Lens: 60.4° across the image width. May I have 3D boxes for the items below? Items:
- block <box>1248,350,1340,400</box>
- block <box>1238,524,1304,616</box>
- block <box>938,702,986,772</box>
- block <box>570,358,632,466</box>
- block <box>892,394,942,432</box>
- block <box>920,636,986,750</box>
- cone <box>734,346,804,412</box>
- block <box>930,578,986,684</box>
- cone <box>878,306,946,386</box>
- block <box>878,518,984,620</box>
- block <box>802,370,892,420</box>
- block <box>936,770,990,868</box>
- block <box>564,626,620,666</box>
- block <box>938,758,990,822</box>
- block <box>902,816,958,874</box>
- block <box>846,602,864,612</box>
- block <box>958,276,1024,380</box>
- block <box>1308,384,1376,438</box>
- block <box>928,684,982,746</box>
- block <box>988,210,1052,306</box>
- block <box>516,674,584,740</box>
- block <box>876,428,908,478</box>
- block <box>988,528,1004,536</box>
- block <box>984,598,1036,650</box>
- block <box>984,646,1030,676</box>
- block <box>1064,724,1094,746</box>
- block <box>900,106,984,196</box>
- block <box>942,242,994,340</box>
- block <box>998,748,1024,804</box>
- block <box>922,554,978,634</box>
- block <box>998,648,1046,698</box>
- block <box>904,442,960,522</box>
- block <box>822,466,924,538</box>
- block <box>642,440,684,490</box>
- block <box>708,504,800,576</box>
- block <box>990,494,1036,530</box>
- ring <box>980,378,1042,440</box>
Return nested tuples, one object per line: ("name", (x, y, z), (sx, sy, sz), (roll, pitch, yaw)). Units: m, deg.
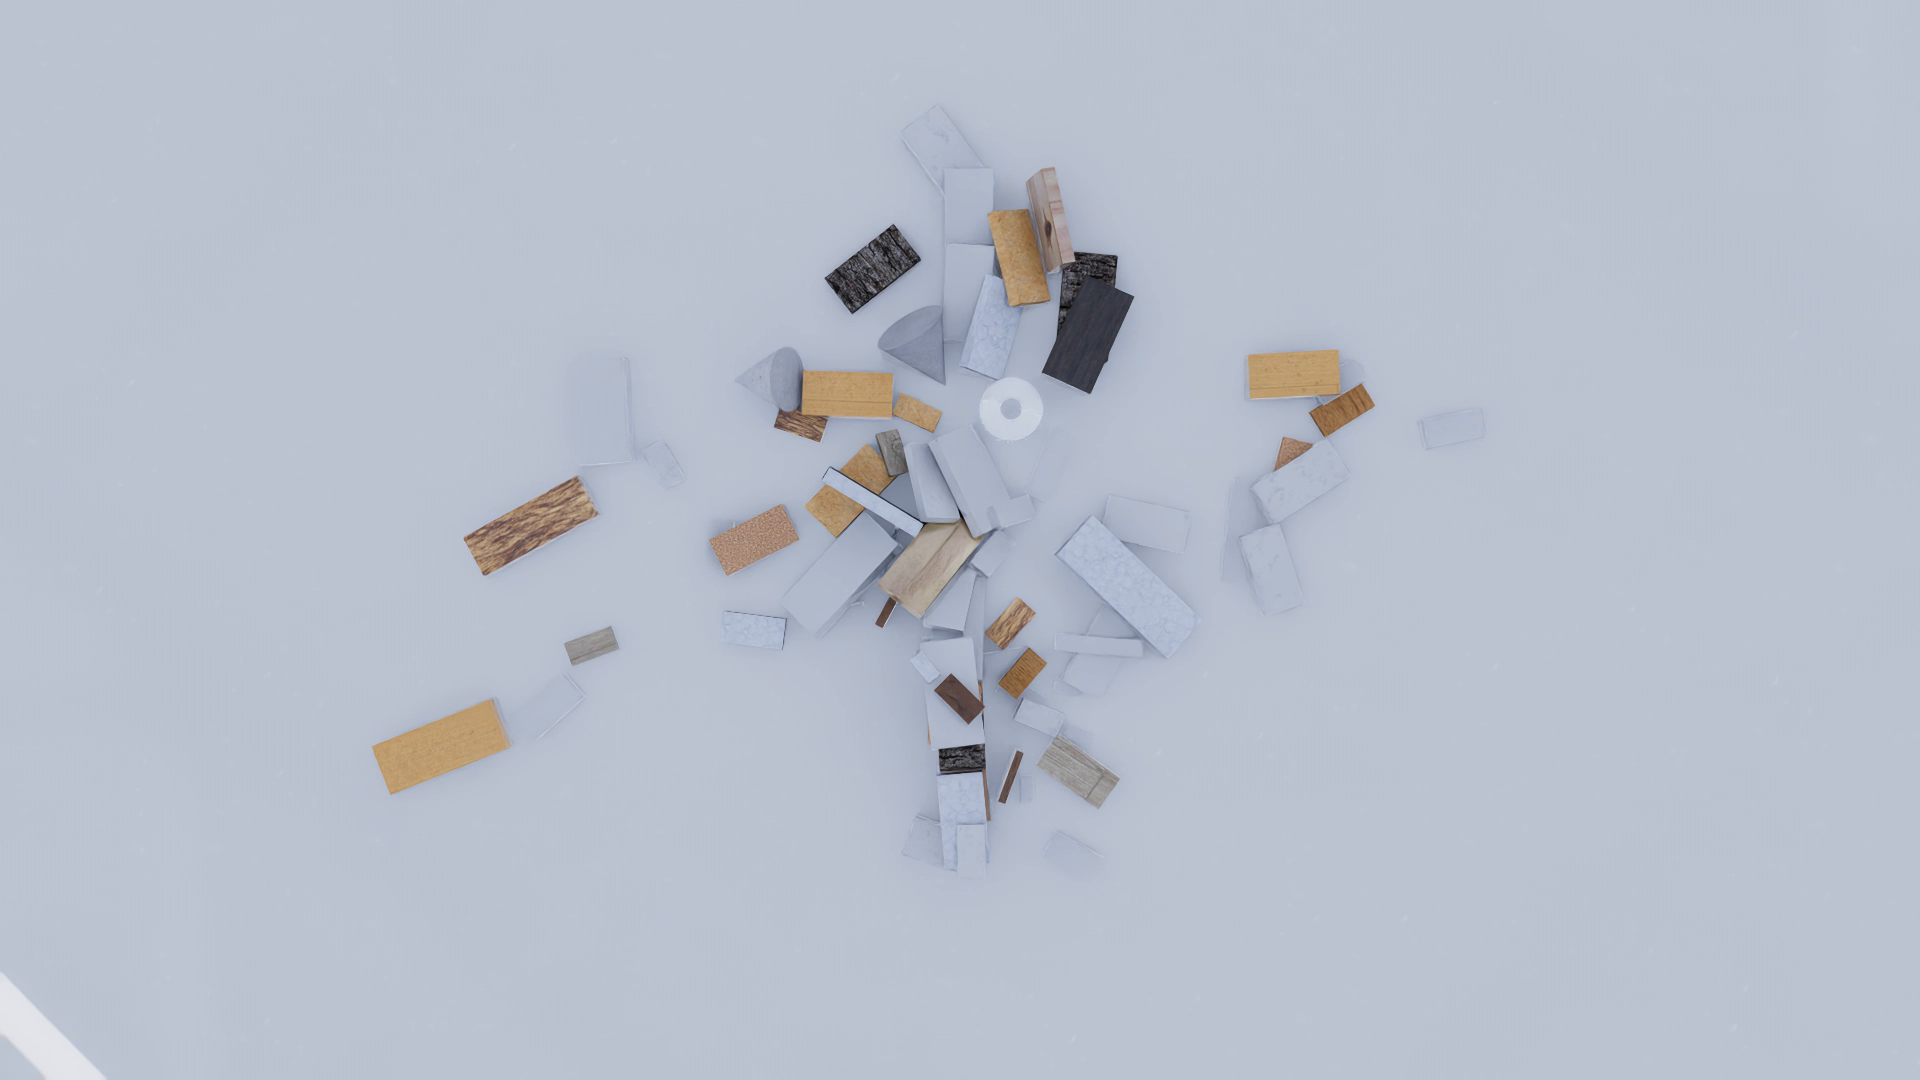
("block", (1.104, -0.547, 5.453), (0.292, 0.041, 0.146), (-2, 90, 10))
("block", (1.032, 0.099, 5.466), (0.138, 0.039, 0.276), (-19, 93, -6))
("block", (0.003, 0.605, 5.411), (0.150, 0.042, 0.300), (-3, 65, 1))
("block", (-1.190, -0.426, 5.476), (0.172, 0.049, 0.345), (-4, 90, 0))
("block", (-0.142, -0.423, 5.489), (0.151, 0.021, 0.076), (25, 90, 0))
("block", (-0.026, 0.494, 5.314), (0.172, 0.049, 0.344), (-7, 80, -2))
("cone", (-0.659, -0.529, 5.452), (0.214, 0.214, 0.214), (2, 90, 27))
("block", (-0.009, 0.294, 5.424), (0.172, 0.049, 0.344), (2, 72, 0))
("cone", (-0.106, -0.604, 5.446), (0.243, 0.243, 0.243), (-33, 117, 0))
("block", (-0.095, 0.069, 5.392), (0.175, 0.049, 0.349), (37, 71, 4))
("block", (-0.372, -0.481, 5.467), (0.295, 0.042, 0.148), (2, 84, -2))
("block", (0.011, 0.912, 5.401), (0.150, 0.042, 0.300), (-5, 90, 0))
("block", (-1.226, 0.353, 5.488), (0.163, 0.023, 0.081), (-20, 90, 0))
("block", (0.012, 0.782, 5.443), (0.150, 0.042, 0.300), (-6, 90, 0))
("block", (-0.050, 1.023, 5.482), (0.252, 0.036, 0.126), (20, 90, 0))
("block", (-0.375, 0.228, 5.473), (0.109, 0.054, 0.015), (-16, 90, 0))
("block", (0.110, -0.698, 5.432), (0.155, 0.044, 0.310), (17, 90, -41))
("block", (1.271, -0.435, 5.486), (0.194, 0.028, 0.097), (-32, 90, 0))
("block", (-0.014, 0.498, 5.406), (0.172, 0.049, 0.344), (1, 65, 0))
("block", (0.196, -0.930, 5.430), (0.155, 0.044, 0.310), (-14, 90, -44))
("block", (-1.363, 0.555, 5.485), (0.206, 0.029, 0.103), (-42, 90, 0))
("block", (-0.222, -0.288, 5.463), (0.076, 0.021, 0.151), (-14, 78, -20))
("block", (0.117, -0.034, 5.493), (0.048, 0.014, 0.096), (-23, 90, 0))
("block", (0.169, 0.278, 5.478), (0.083, 0.023, 0.166), (42, 90, 15))
("block", (0.160, 0.404, 5.489), (0.155, 0.022, 0.077), (-10, 90, 0))
("block", (0.398, 0.652, 5.493), (0.092, 0.013, 0.046), (19, 90, 0))
("block", (-0.042, -1.267, 5.478), (0.158, 0.045, 0.315), (-36, 90, 0))
("block", (0.025, -0.818, 5.447), (0.155, 0.044, 0.310), (4, 101, -1))
("block", (0.167, 0.778, 5.455), (0.025, 0.089, 0.178), (20, 90, 0))
("block", (-0.027, 0.169, 5.414), (0.134, 0.038, 0.267), (11, 67, 4))
("block", (0.208, 0.442, 5.467), (0.079, 0.022, 0.158), (41, 90, 0))
("block", (-0.093, -0.188, 5.403), (0.134, 0.038, 0.267), (1, 66, -36))
("block", (-0.286, -0.127, 5.370), (0.352, 0.176, 0.050), (31, 92, -6))
("block", (-0.986, -0.251, 5.489), (0.076, 0.021, 0.151), (-30, 90, 0))
("block", (-0.682, -0.001, 5.466), (0.267, 0.038, 0.134), (-27, 93, -5))
("block", (0.176, -0.093, 5.439), (0.160, 0.023, 0.080), (-18, 85, -38))
("ring", (0.170, -0.434, 5.466), (0.210, 0.070, 0.210), (0, 91, 0))
